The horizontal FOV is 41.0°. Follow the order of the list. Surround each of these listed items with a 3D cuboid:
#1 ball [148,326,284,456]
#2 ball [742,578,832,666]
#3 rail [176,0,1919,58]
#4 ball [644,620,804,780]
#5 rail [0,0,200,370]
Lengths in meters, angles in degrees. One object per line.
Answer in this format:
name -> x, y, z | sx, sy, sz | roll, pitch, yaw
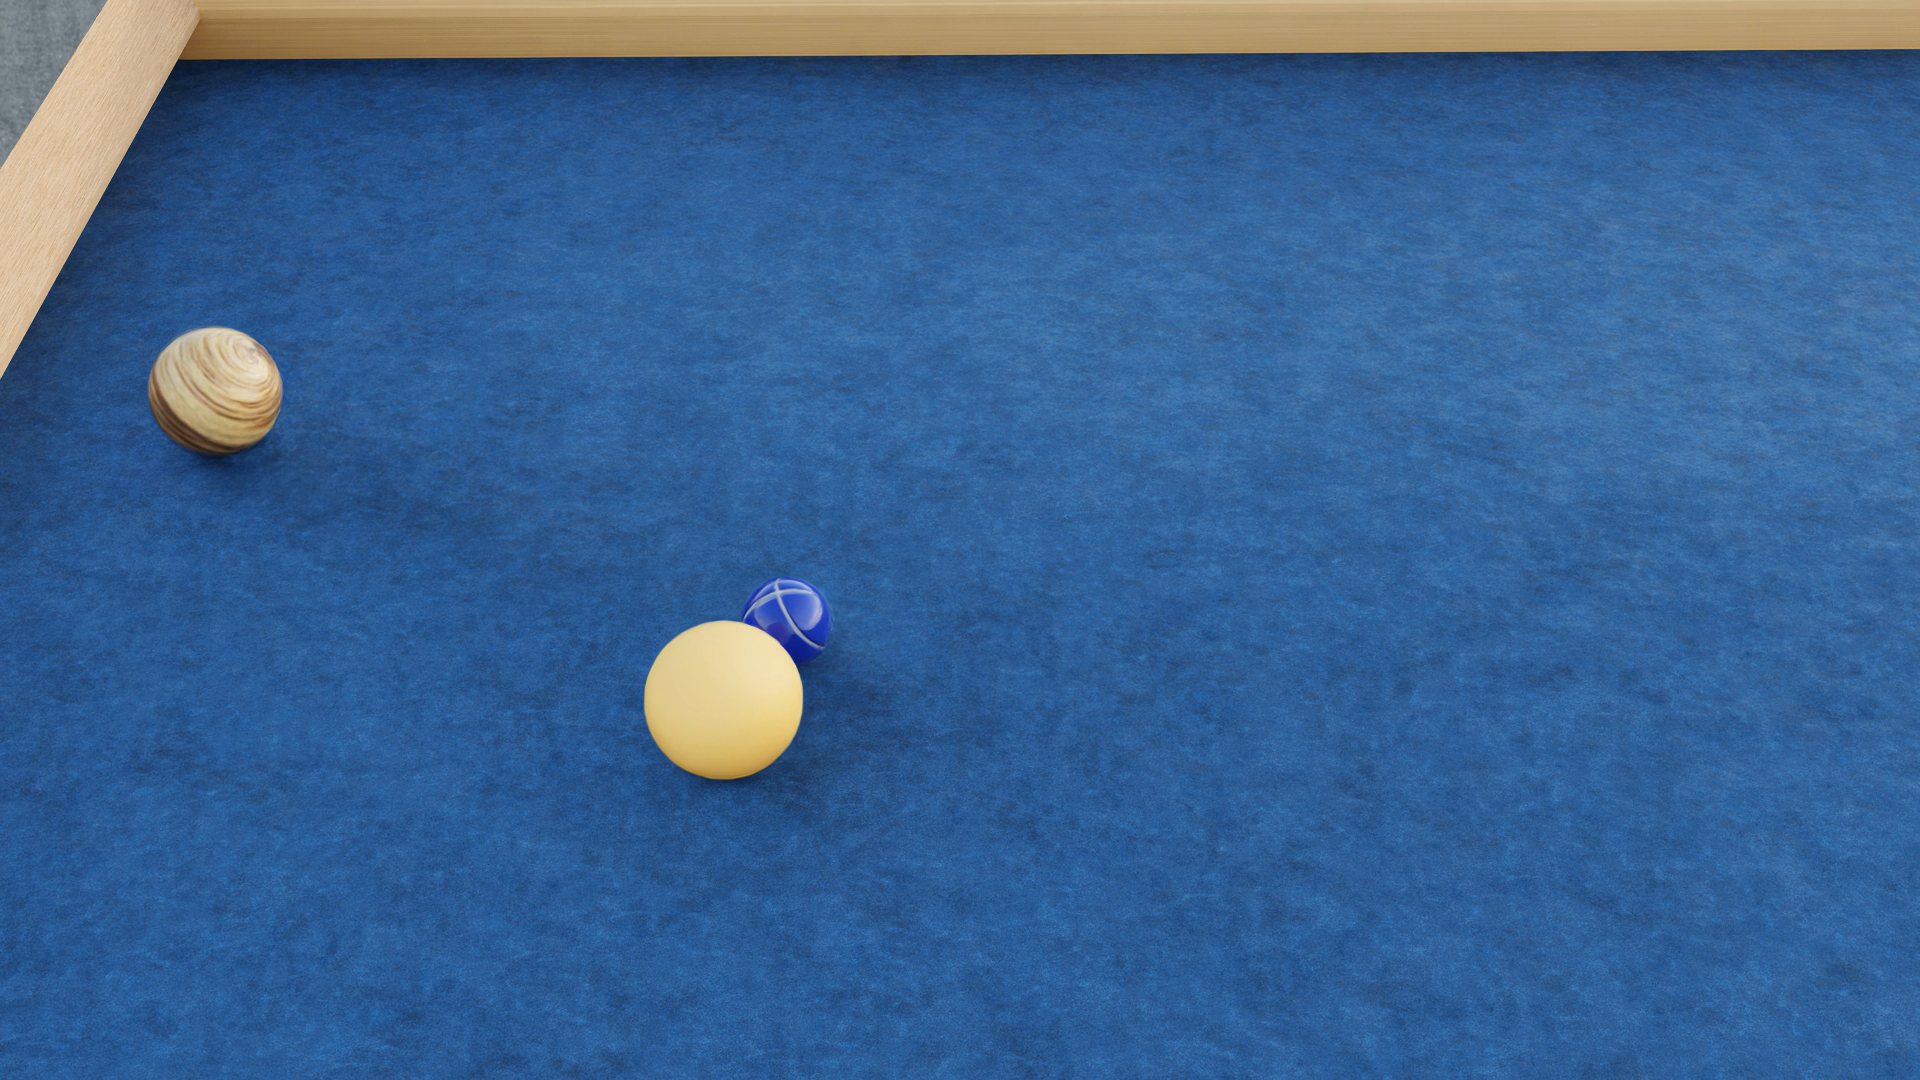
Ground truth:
ball -> -0.552, -0.110, 1.905 | 0.096, 0.096, 0.096 | 0, 35, 0
ball -> -0.115, 0.055, 1.702 | 0.060, 0.060, 0.060 | 0, 35, 0
rail -> 0.739, -0.521, 2.458 | 3.008, 0.129, 0.045 | 0, 35, -1
ball -> -0.147, 0.100, 1.604 | 0.099, 0.099, 0.099 | 0, 35, 0
rail -> -0.728, -0.008, 1.729 | 0.045, 0.129, 1.788 | 0, 35, -1
